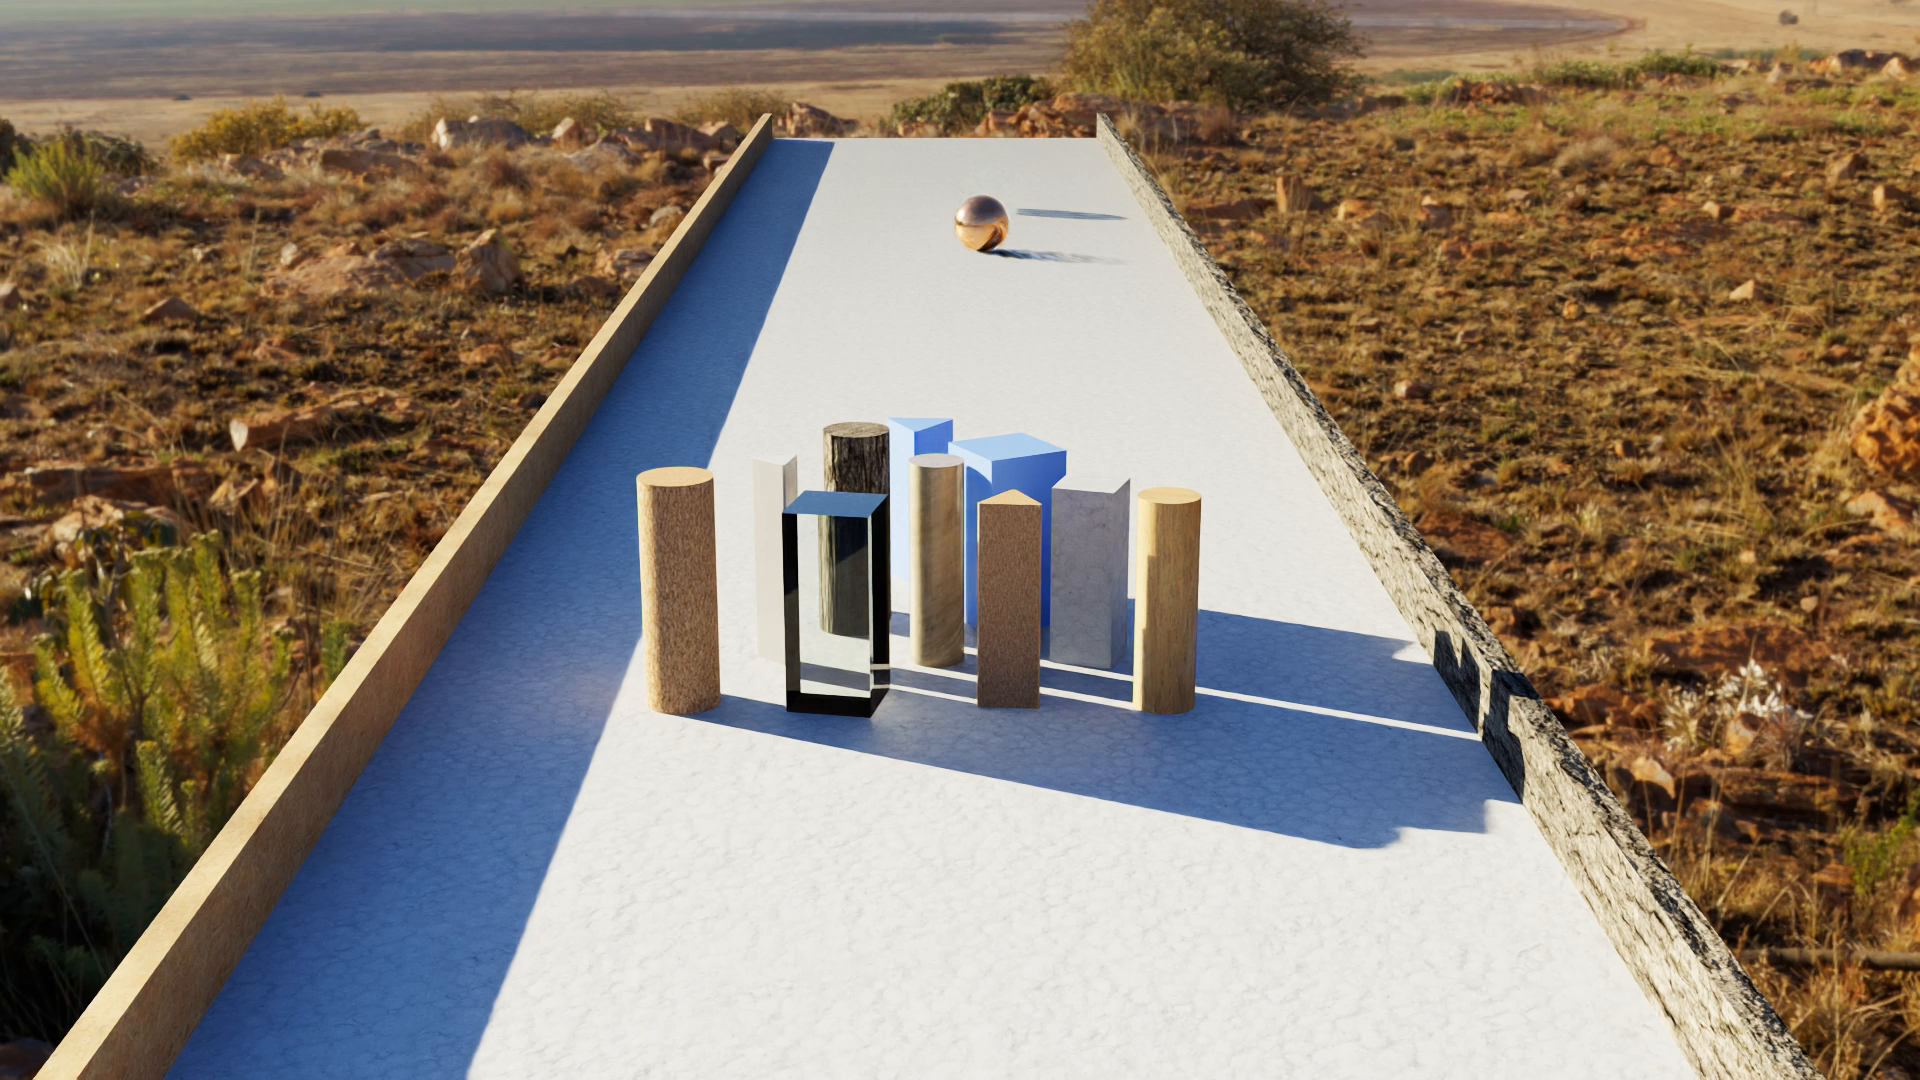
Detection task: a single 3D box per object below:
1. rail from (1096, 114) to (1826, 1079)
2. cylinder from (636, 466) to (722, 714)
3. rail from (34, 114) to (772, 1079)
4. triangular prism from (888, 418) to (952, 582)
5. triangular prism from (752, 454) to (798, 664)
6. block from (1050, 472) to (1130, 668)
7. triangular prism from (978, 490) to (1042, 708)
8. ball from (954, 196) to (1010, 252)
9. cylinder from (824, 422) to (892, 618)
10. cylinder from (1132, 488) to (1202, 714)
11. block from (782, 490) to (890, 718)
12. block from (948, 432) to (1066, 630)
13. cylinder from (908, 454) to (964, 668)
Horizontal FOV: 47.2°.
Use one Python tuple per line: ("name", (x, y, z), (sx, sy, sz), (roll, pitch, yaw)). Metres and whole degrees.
("rail", (0.932, -0.844, 7.801), (0.050, 0.150, 12.000), (0, 17, -1))
("cylinder", (-0.526, 0.095, 4.127), (0.141, 0.444, 0.141), (0, 17, 0))
("rail", (-1.118, -0.838, 7.780), (0.050, 0.150, 12.000), (0, 17, -1))
("triangular prism", (-0.108, -0.092, 4.912), (0.124, 0.356, 0.143), (11, 20, 32))
("triangular prism", (-0.350, 0.036, 4.383), (0.089, 0.413, 0.077), (14, 22, 39))
("block", (0.259, 0.060, 4.390), (0.126, 0.362, 0.126), (6, 17, 18))
("triangular prism", (0.096, 0.111, 4.153), (0.117, 0.400, 0.101), (2, 17, 5))
("ball", (0.092, -1.345, 9.335), (0.235, 0.235, 0.235), (0, 17, 0))
("cylinder", (-0.215, -0.033, 4.617), (0.138, 0.410, 0.138), (0, 17, 0))
("cylinder", (0.387, 0.114, 4.122), (0.117, 0.411, 0.117), (0, 17, 0))
("block", (-0.231, 0.119, 4.145), (0.163, 0.389, 0.163), (3, 17, 11))
("block", (0.098, -0.014, 4.616), (0.179, 0.376, 0.179), (-9, 19, -28))
("cylinder", (-0.046, 0.041, 4.367), (0.109, 0.412, 0.109), (0, 17, 0))
